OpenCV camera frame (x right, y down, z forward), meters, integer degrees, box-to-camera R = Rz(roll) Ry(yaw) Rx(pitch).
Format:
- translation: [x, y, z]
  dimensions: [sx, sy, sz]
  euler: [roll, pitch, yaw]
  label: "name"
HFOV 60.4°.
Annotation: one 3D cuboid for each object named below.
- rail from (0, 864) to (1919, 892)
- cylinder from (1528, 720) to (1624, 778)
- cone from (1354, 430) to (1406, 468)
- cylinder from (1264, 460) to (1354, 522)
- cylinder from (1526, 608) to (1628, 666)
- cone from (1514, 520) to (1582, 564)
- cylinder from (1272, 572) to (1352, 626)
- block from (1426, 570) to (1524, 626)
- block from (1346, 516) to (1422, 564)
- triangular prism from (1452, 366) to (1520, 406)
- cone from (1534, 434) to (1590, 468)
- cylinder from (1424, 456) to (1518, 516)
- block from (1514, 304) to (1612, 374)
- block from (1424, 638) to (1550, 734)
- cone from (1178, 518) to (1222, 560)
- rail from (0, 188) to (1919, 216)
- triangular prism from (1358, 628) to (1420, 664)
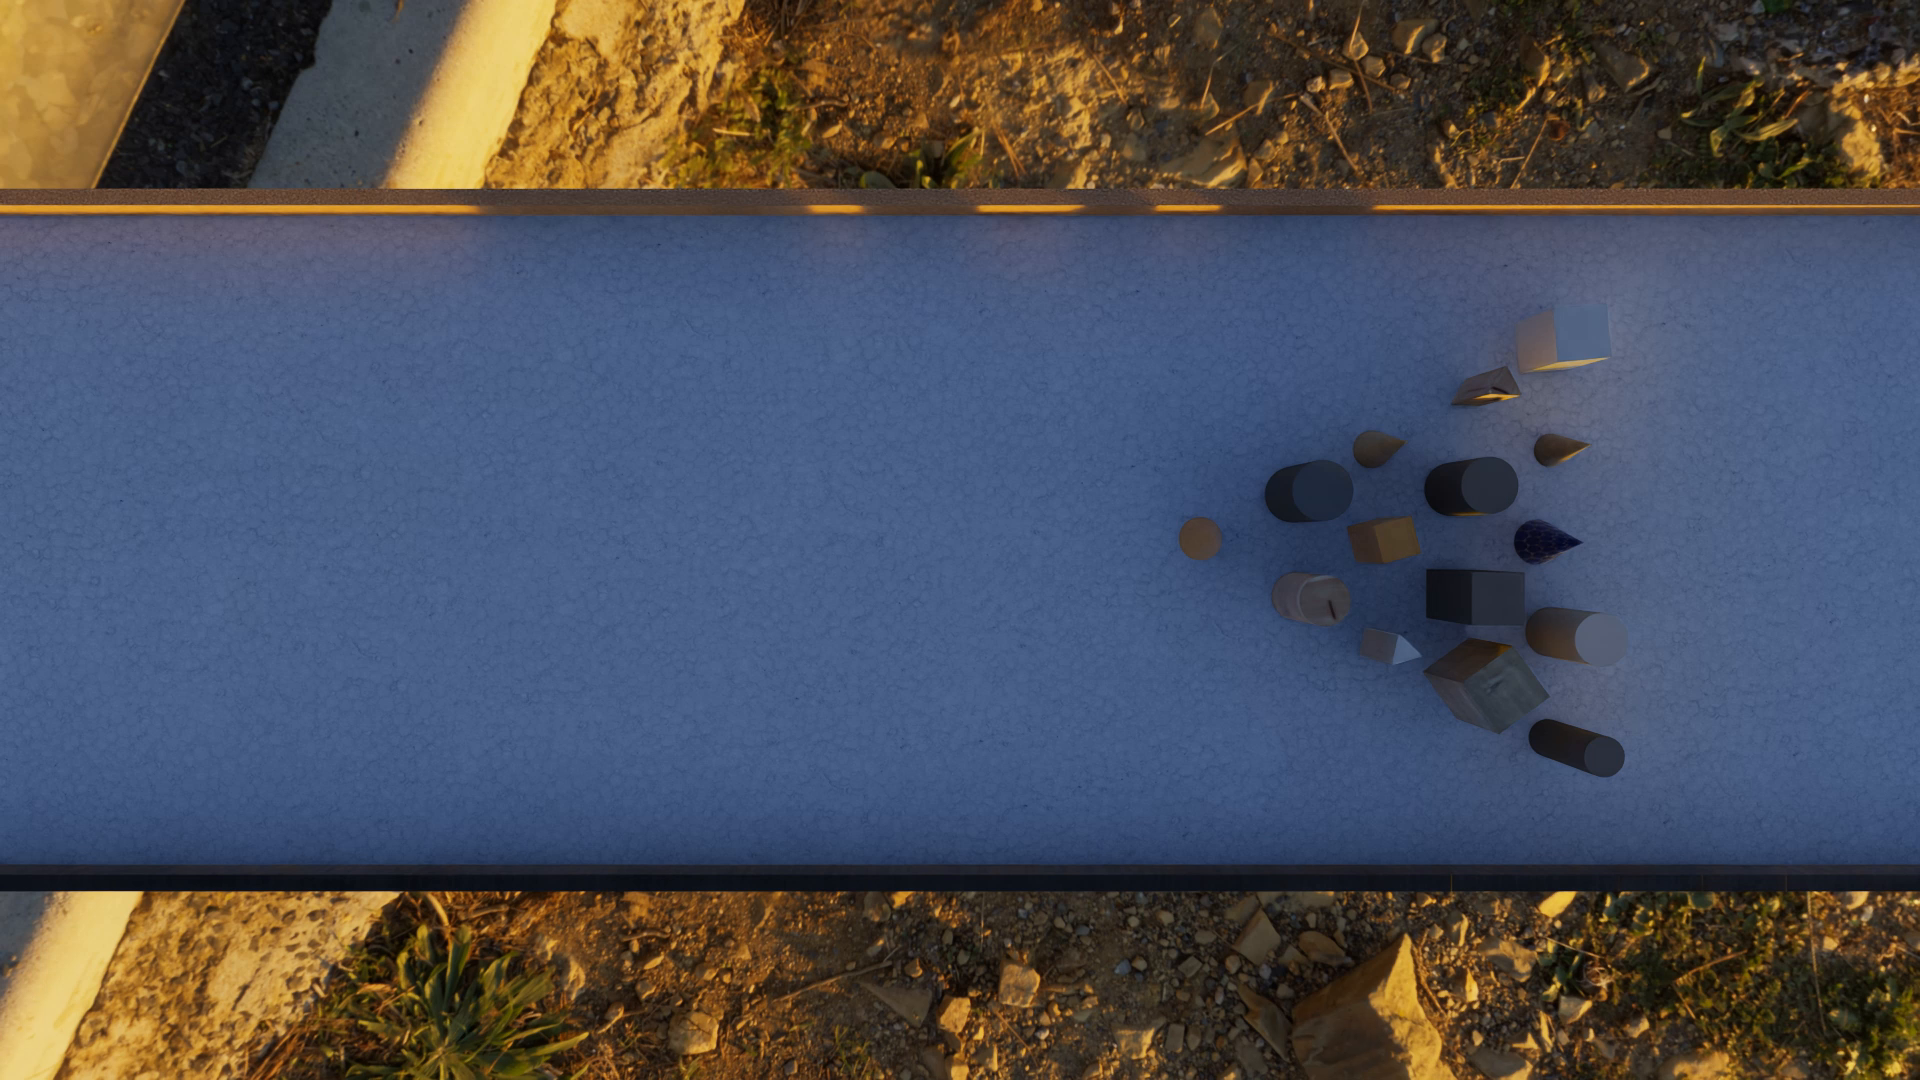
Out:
- translation: [-2.247, 1.025, 5.001]
  dimensions: [12.000, 0.150, 0.050]
  euler: [0, 90, 0]
  label: "rail"
- translation: [1.808, 0.609, 4.852]
  dimensions: [0.116, 0.449, 0.116]
  euler: [0, 90, 0]
  label: "cylinder"
- translation: [1.268, -0.279, 4.874]
  dimensions: [0.116, 0.406, 0.116]
  euler: [0, 90, 0]
  label: "cone"
- translation: [1.025, -0.140, 4.868]
  dimensions: [0.173, 0.418, 0.173]
  euler: [0, 90, 0]
  label: "cylinder"
- translation: [1.817, 0.283, 4.873]
  dimensions: [0.153, 0.408, 0.153]
  euler: [0, 90, 0]
  label: "cylinder"
- translation: [1.775, 0.007, 4.886]
  dimensions: [0.140, 0.381, 0.140]
  euler: [0, 90, 0]
  label: "cone"
- translation: [1.031, 0.172, 4.867]
  dimensions: [0.146, 0.420, 0.146]
  euler: [0, 90, 0]
  label: "cylinder"
- translation: [1.510, 0.165, 4.852]
  dimensions: [0.149, 0.449, 0.149]
  euler: [0, 90, 0]
  label: "block"
- translation: [1.259, -0.001, 4.910]
  dimensions: [0.112, 0.333, 0.112]
  euler: [-15, 90, 0]
  label: "block"
- translation: [1.559, -0.457, 4.894]
  dimensions: [0.093, 0.365, 0.080]
  euler: [2, 90, 0]
  label: "triangular prism"
- translation: [1.819, -0.275, 4.913]
  dimensions: [0.104, 0.326, 0.104]
  euler: [0, 90, 0]
  label: "cone"
- translation: [1.511, -0.156, 4.890]
  dimensions: [0.164, 0.372, 0.164]
  euler: [0, 90, 0]
  label: "cylinder"
- translation: [1.792, -0.597, 4.913]
  dimensions: [0.156, 0.328, 0.156]
  euler: [-5, 90, 0]
  label: "block"
- translation: [1.549, 0.425, 4.877]
  dimensions: [0.180, 0.398, 0.180]
  euler: [-36, 90, 0]
  label: "block"
- translation: [0.740, -0.004, 4.926]
  dimensions: [0.133, 0.300, 0.133]
  euler: [0, 90, 0]
  label: "cone"
- translation: [-2.247, -1.025, 5.002]
  dimensions: [12.000, 0.150, 0.050]
  euler: [0, 90, 0]
  label: "rail"
- translation: [1.259, 0.305, 4.881]
  dimensions: [0.087, 0.392, 0.075]
  euler: [-17, 90, 0]
  label: "triangular prism"
